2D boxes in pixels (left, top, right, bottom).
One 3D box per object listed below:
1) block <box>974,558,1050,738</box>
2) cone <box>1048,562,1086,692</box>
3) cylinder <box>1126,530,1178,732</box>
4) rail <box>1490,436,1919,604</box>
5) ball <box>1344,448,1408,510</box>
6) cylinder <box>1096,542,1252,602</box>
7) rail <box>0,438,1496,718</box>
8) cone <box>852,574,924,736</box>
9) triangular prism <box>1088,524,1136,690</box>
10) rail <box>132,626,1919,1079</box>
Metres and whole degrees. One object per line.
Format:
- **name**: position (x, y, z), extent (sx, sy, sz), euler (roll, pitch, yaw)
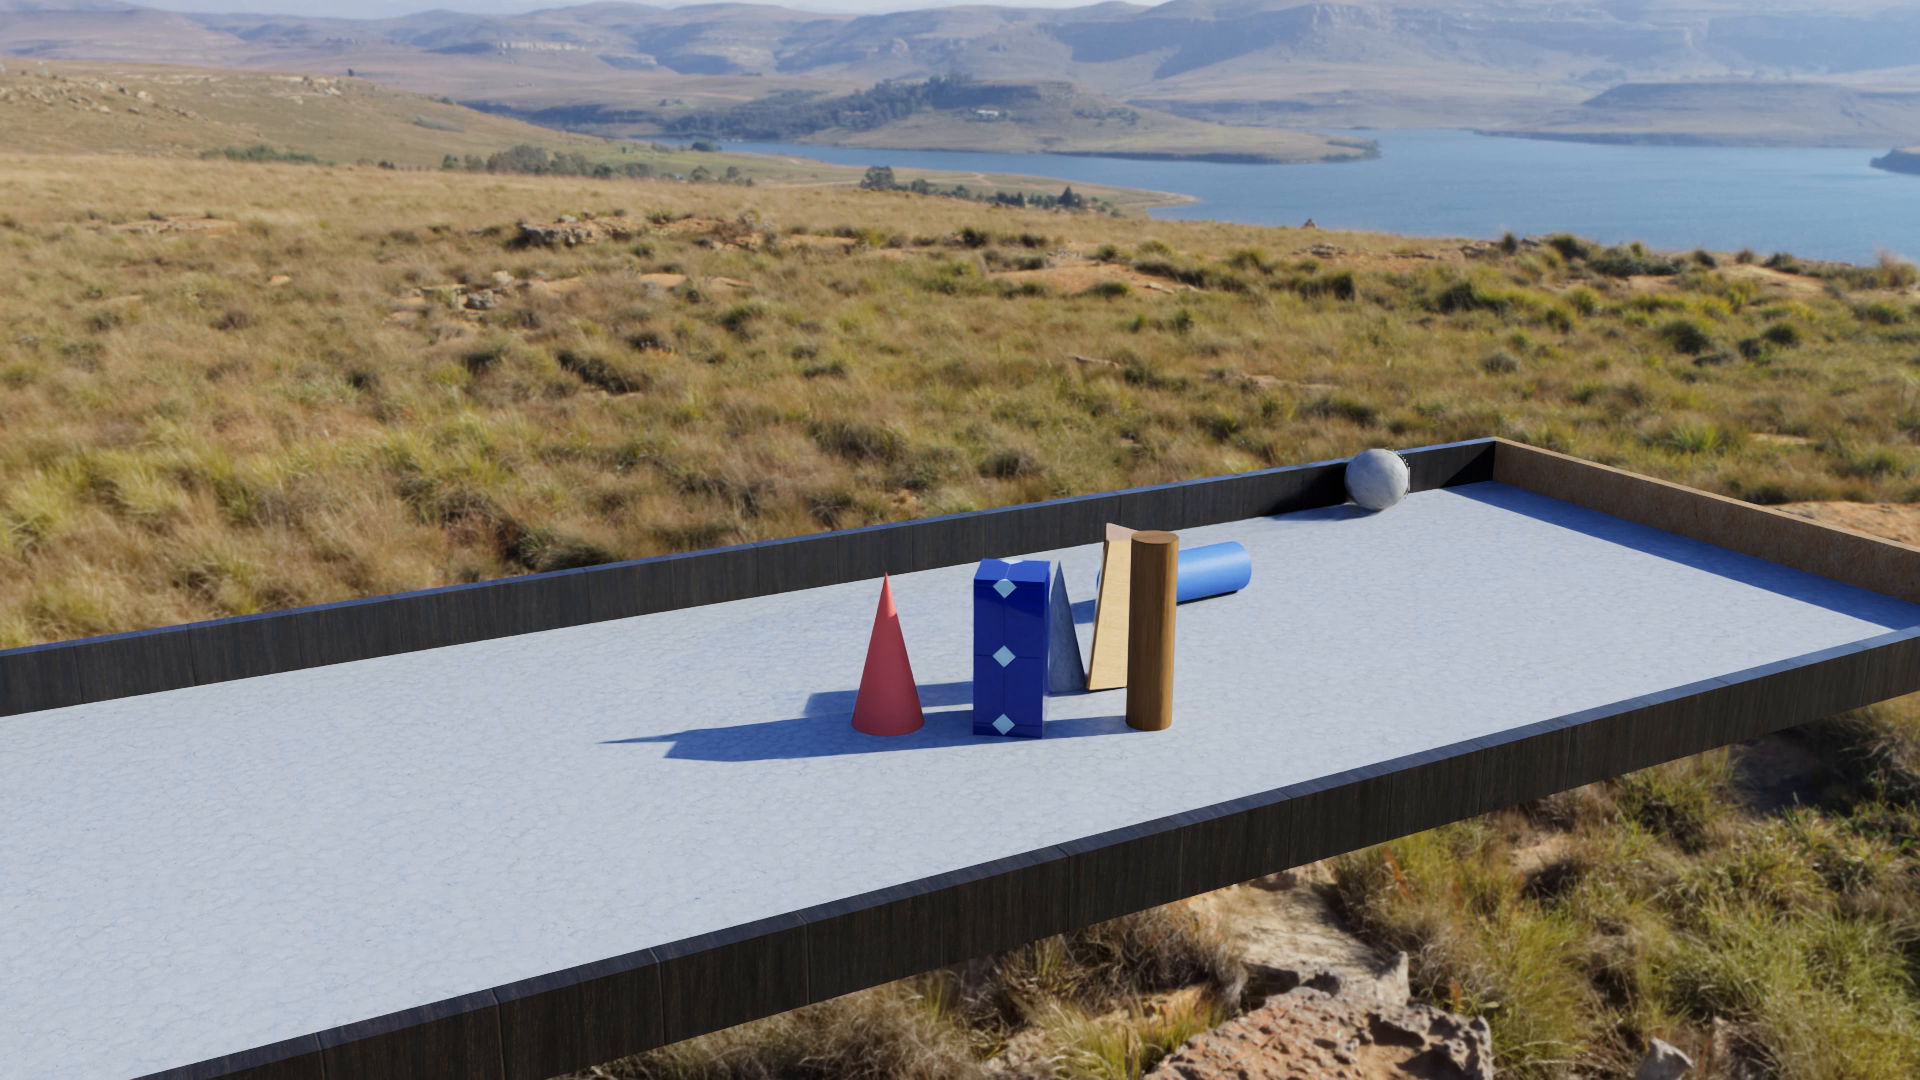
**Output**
- **block**: position (0.121, 0.250, 3.831), extent (0.161, 0.379, 0.161), euler (2, 17, 8)
- **cone**: position (0.245, 0.201, 4.097), extent (0.146, 0.323, 0.146), euler (0, 16, 0)
- **cylinder**: position (0.445, 0.211, 3.827), extent (0.108, 0.456, 0.108), euler (0, 16, 0)
- **rail**: position (2.466, -0.048, 5.253), extent (0.050, 0.150, 2.100), euler (-9, 18, -27)
- **ball**: position (1.435, -0.209, 5.684), extent (0.216, 0.216, 0.216), euler (0, 16, 0)
- **cylinder**: position (0.617, 0.107, 4.735), extent (0.446, 0.145, 0.145), euler (-9, 19, -29)
- **rail**: position (-3.305, 0.497, 3.399), extent (12.000, 0.150, 0.050), euler (-9, 18, -27)
- **cone**: position (-0.170, 0.250, 3.841), extent (0.173, 0.373, 0.173), euler (0, 16, 0)
- **triangular prism**: position (0.375, 0.161, 4.092), extent (0.153, 0.385, 0.133), euler (-2, 19, -26)
- **rail**: position (-2.336, 1.006, 1.665), extent (12.000, 0.150, 0.050), euler (-9, 18, -27)
